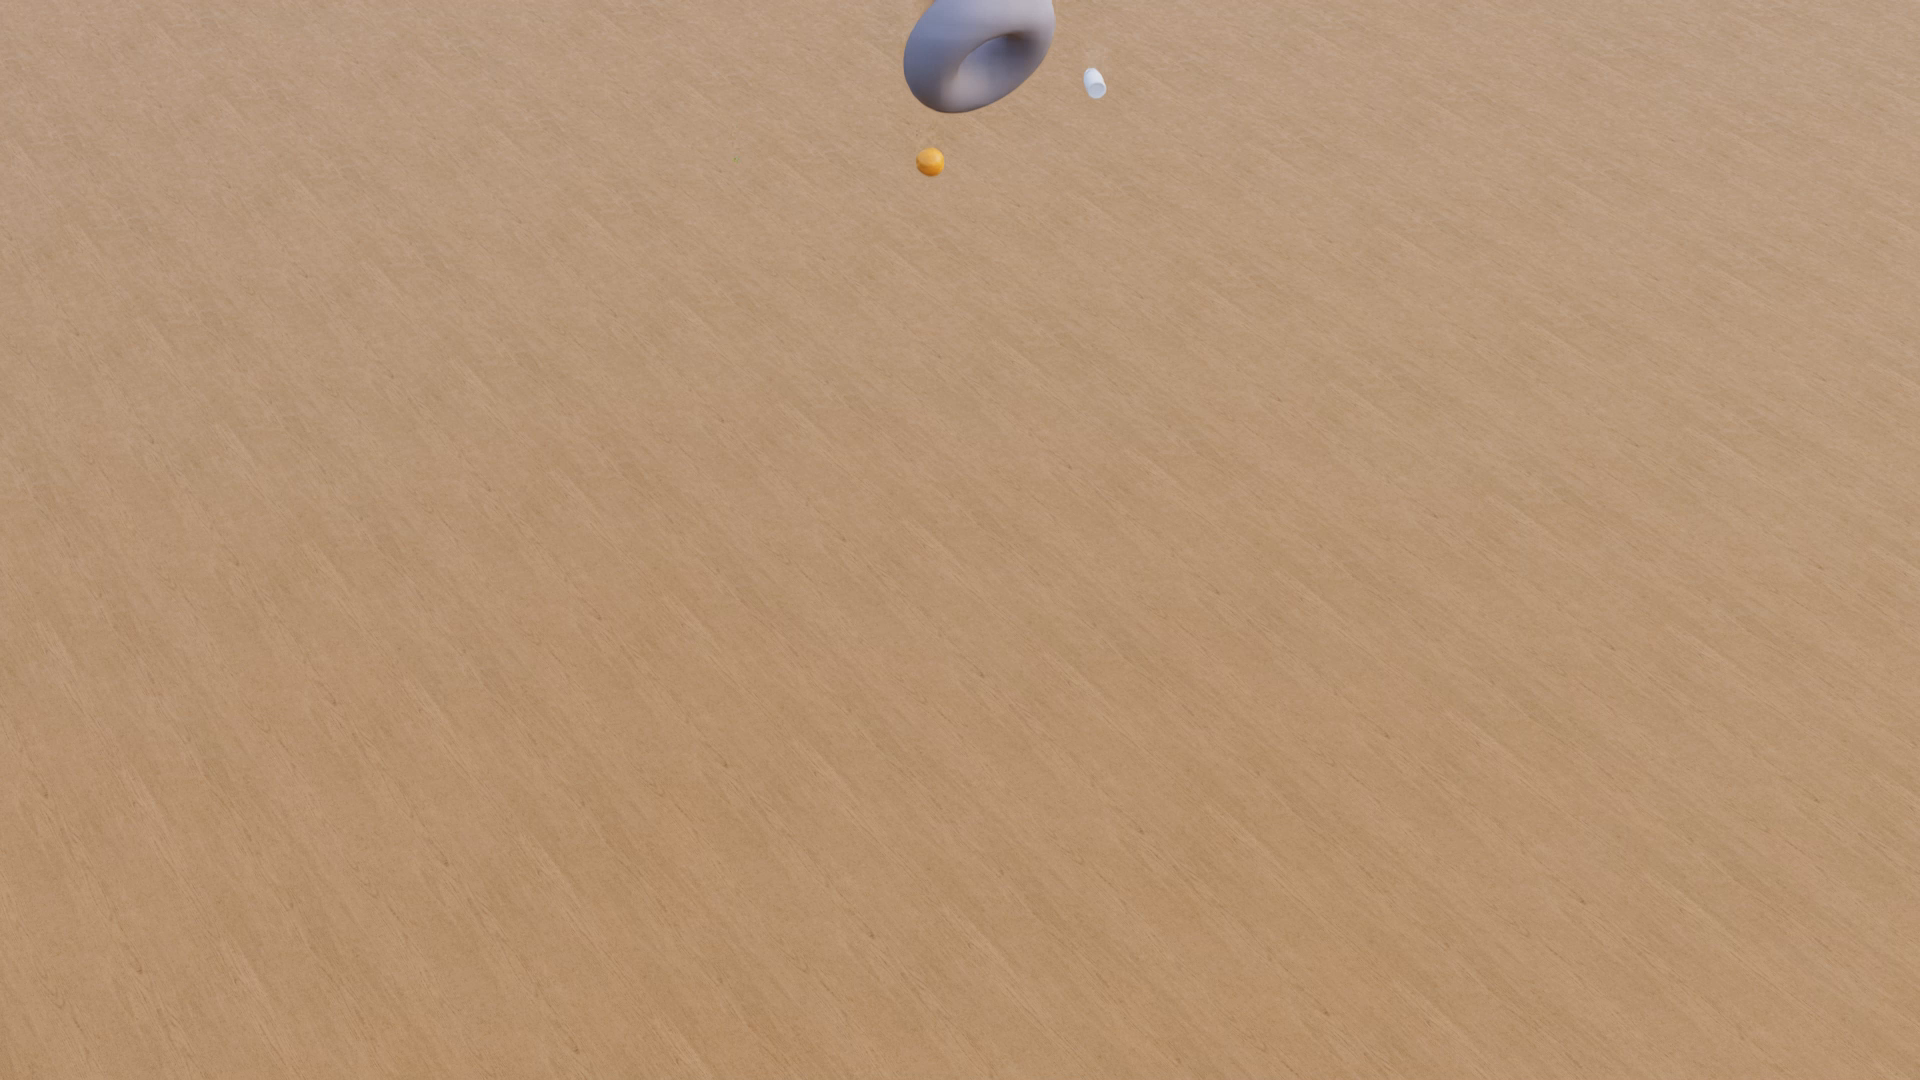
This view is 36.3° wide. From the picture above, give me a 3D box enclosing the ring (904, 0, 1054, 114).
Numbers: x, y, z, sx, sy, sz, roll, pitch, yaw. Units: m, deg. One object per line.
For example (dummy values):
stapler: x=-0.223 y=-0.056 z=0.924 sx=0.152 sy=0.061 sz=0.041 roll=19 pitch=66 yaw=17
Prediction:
ring: x=0.050 y=-1.287 z=7.605 sx=0.404 sy=0.478 sz=0.163 roll=-14 pitch=66 yaw=-28
